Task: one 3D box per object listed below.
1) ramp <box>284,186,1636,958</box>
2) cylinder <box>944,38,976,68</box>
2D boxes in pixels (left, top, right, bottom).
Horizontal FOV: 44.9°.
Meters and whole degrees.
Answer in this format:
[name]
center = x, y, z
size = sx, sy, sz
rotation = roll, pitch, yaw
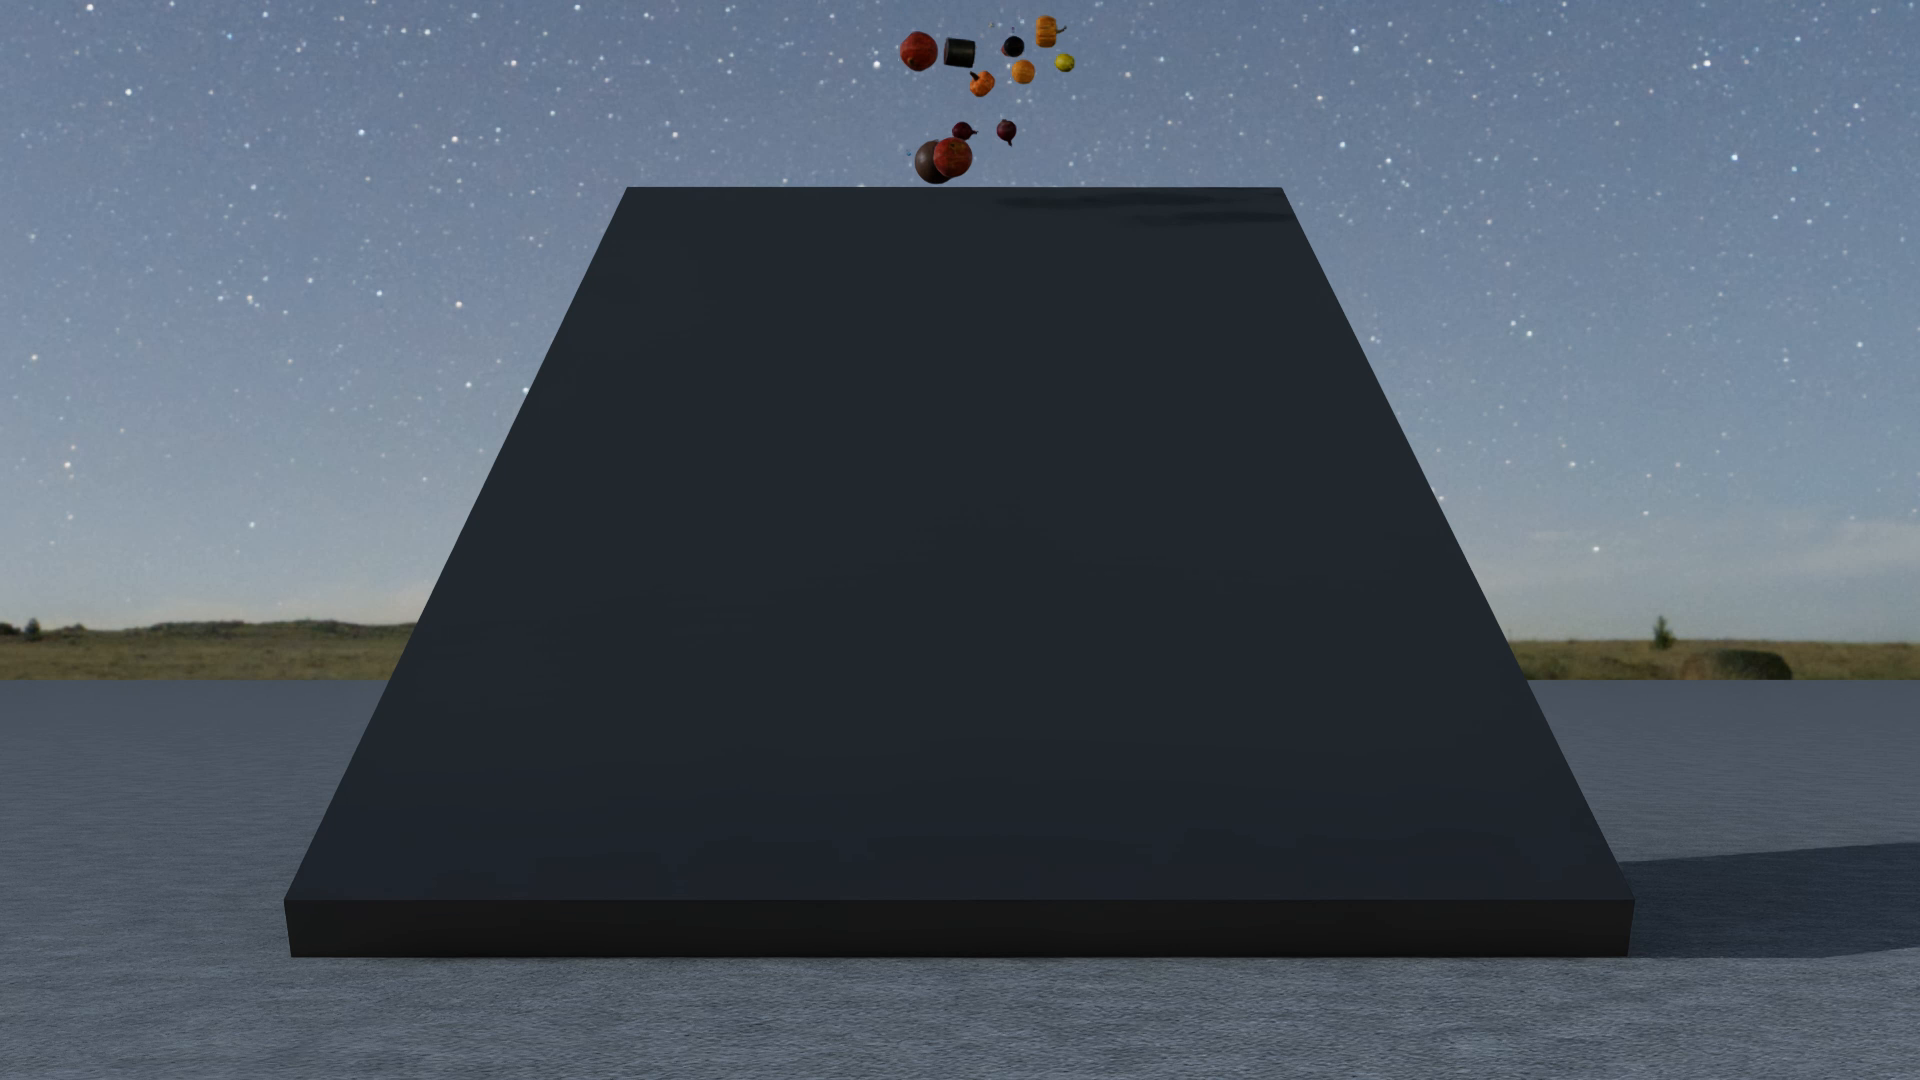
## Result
[ramp]
center = -0.008, -0.228, 5.287
size = 2.000, 0.100, 4.000
rotation = 0, 24, 0
[cylinder]
center = -0.002, -1.391, 6.633
size = 0.077, 0.077, 0.077
rotation = 5, -4, -10
